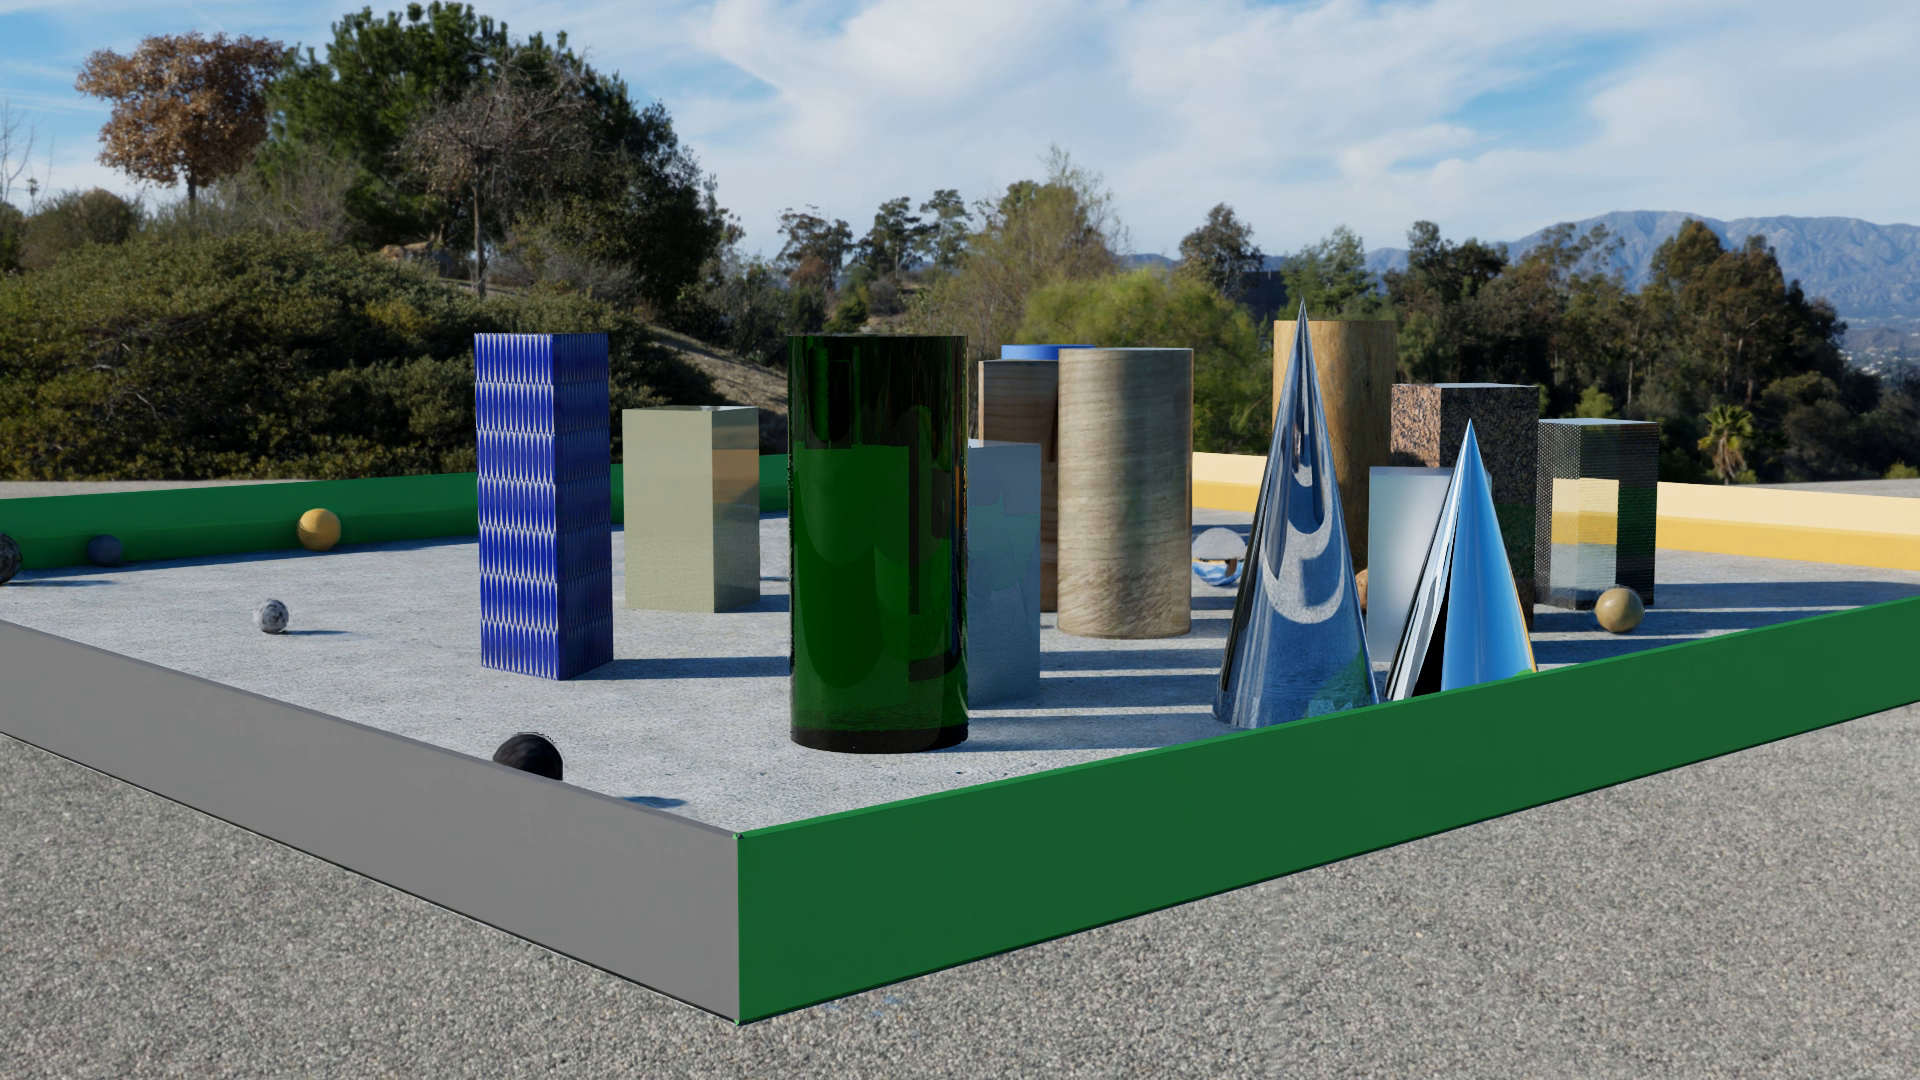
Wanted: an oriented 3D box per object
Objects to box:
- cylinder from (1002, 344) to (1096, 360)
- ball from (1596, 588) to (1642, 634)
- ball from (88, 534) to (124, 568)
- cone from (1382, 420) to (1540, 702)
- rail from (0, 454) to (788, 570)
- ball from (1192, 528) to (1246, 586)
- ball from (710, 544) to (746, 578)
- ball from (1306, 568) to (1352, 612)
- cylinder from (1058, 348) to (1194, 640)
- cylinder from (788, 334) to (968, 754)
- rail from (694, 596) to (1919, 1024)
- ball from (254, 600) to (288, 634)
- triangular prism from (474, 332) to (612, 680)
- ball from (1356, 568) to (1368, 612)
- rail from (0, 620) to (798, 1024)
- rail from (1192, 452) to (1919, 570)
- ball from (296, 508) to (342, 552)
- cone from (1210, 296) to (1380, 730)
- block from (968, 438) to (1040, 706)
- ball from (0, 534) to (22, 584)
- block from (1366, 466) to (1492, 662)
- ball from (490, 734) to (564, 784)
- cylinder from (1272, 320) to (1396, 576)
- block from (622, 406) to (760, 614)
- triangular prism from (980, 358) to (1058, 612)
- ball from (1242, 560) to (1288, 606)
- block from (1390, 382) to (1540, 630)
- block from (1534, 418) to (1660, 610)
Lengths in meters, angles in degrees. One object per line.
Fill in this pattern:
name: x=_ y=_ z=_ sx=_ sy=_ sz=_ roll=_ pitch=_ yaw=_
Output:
cylinder: x=0.174 y=-0.200 z=4.347 sx=0.185 sy=0.368 sz=0.185 roll=0 pitch=6 yaw=0
ball: x=0.900 y=0.096 z=3.003 sx=0.063 sy=0.063 sz=0.063 roll=0 pitch=6 yaw=0
ball: x=-1.462 y=0.018 z=3.760 sx=0.057 sy=0.057 sz=0.057 roll=0 pitch=6 yaw=0
cone: x=0.578 y=0.020 z=2.507 sx=0.185 sy=0.319 sz=0.185 roll=0 pitch=6 yaw=0
rail: x=-0.911 y=-0.073 z=4.314 sx=2.895 sy=0.120 sz=0.045 roll=-6 pitch=8 yaw=-42
ball: x=0.413 y=0.027 z=3.511 sx=0.092 sy=0.092 sz=0.092 roll=0 pitch=6 yaw=0
ball: x=-0.380 y=0.034 z=3.606 sx=0.058 sy=0.058 sz=0.058 roll=0 pitch=6 yaw=0
ball: x=0.537 y=0.074 z=3.202 sx=0.065 sy=0.065 sz=0.065 roll=0 pitch=6 yaw=0
cylinder: x=0.226 y=-0.068 z=3.016 sx=0.185 sy=0.386 sz=0.185 roll=0 pitch=6 yaw=0
cylinder: x=-0.084 y=-0.002 z=2.262 sx=0.185 sy=0.415 sz=0.185 roll=0 pitch=6 yaw=0
rail: x=0.911 y=0.136 z=2.351 sx=2.895 sy=0.120 sz=0.045 roll=-6 pitch=8 yaw=-42
ball: x=-0.940 y=0.105 z=3.001 sx=0.046 sy=0.046 sz=0.046 roll=0 pitch=6 yaw=0
triangular prism: x=-0.486 y=-0.048 z=2.705 sx=0.160 sy=0.412 sz=0.138 roll=5 pitch=8 yaw=42
ball: x=0.603 y=0.073 z=3.195 sx=0.067 sy=0.067 sz=0.067 roll=0 pitch=6 yaw=0
rail: x=-1.047 y=0.133 z=2.372 sx=0.045 sy=0.120 sz=2.734 roll=-6 pitch=8 yaw=-42
rail: x=1.047 y=-0.071 z=4.293 sx=0.045 sy=0.120 sz=2.734 roll=-6 pitch=8 yaw=-42
ball: x=-1.167 y=-0.019 z=4.004 sx=0.079 sy=0.079 sz=0.079 roll=0 pitch=6 yaw=0
cone: x=0.366 y=-0.035 z=2.372 sx=0.185 sy=0.456 sz=0.185 roll=0 pitch=6 yaw=0
block: x=-0.012 y=0.034 z=2.515 sx=0.148 sy=0.289 sz=0.148 roll=-5 pitch=8 yaw=-41
ball: x=-1.549 y=0.030 z=3.522 sx=0.085 sy=0.085 sz=0.085 roll=0 pitch=6 yaw=0
block: x=0.597 y=0.030 z=2.811 sx=0.148 sy=0.235 sz=0.148 roll=1 pitch=6 yaw=10
ball: x=-0.386 y=0.206 z=1.960 sx=0.065 sy=0.065 sz=0.065 roll=0 pitch=6 yaw=0
cylinder: x=0.569 y=-0.123 z=3.357 sx=0.185 sy=0.423 sz=0.185 roll=0 pitch=6 yaw=0
block: x=-0.399 y=-0.050 z=3.278 sx=0.148 sy=0.294 sz=0.148 roll=2 pitch=7 yaw=22
triangular prism: x=0.090 y=-0.084 z=3.261 sx=0.160 sy=0.366 sz=0.138 roll=-2 pitch=6 yaw=-14
ball: x=0.454 y=0.064 z=3.272 sx=0.070 sy=0.070 sz=0.070 roll=0 pitch=6 yaw=0
block: x=0.699 y=-0.048 z=3.064 sx=0.148 sy=0.335 sz=0.148 roll=-2 pitch=6 yaw=-15
block: x=0.939 y=-0.042 z=3.309 sx=0.148 sy=0.273 sz=0.148 roll=-3 pitch=7 yaw=-25
